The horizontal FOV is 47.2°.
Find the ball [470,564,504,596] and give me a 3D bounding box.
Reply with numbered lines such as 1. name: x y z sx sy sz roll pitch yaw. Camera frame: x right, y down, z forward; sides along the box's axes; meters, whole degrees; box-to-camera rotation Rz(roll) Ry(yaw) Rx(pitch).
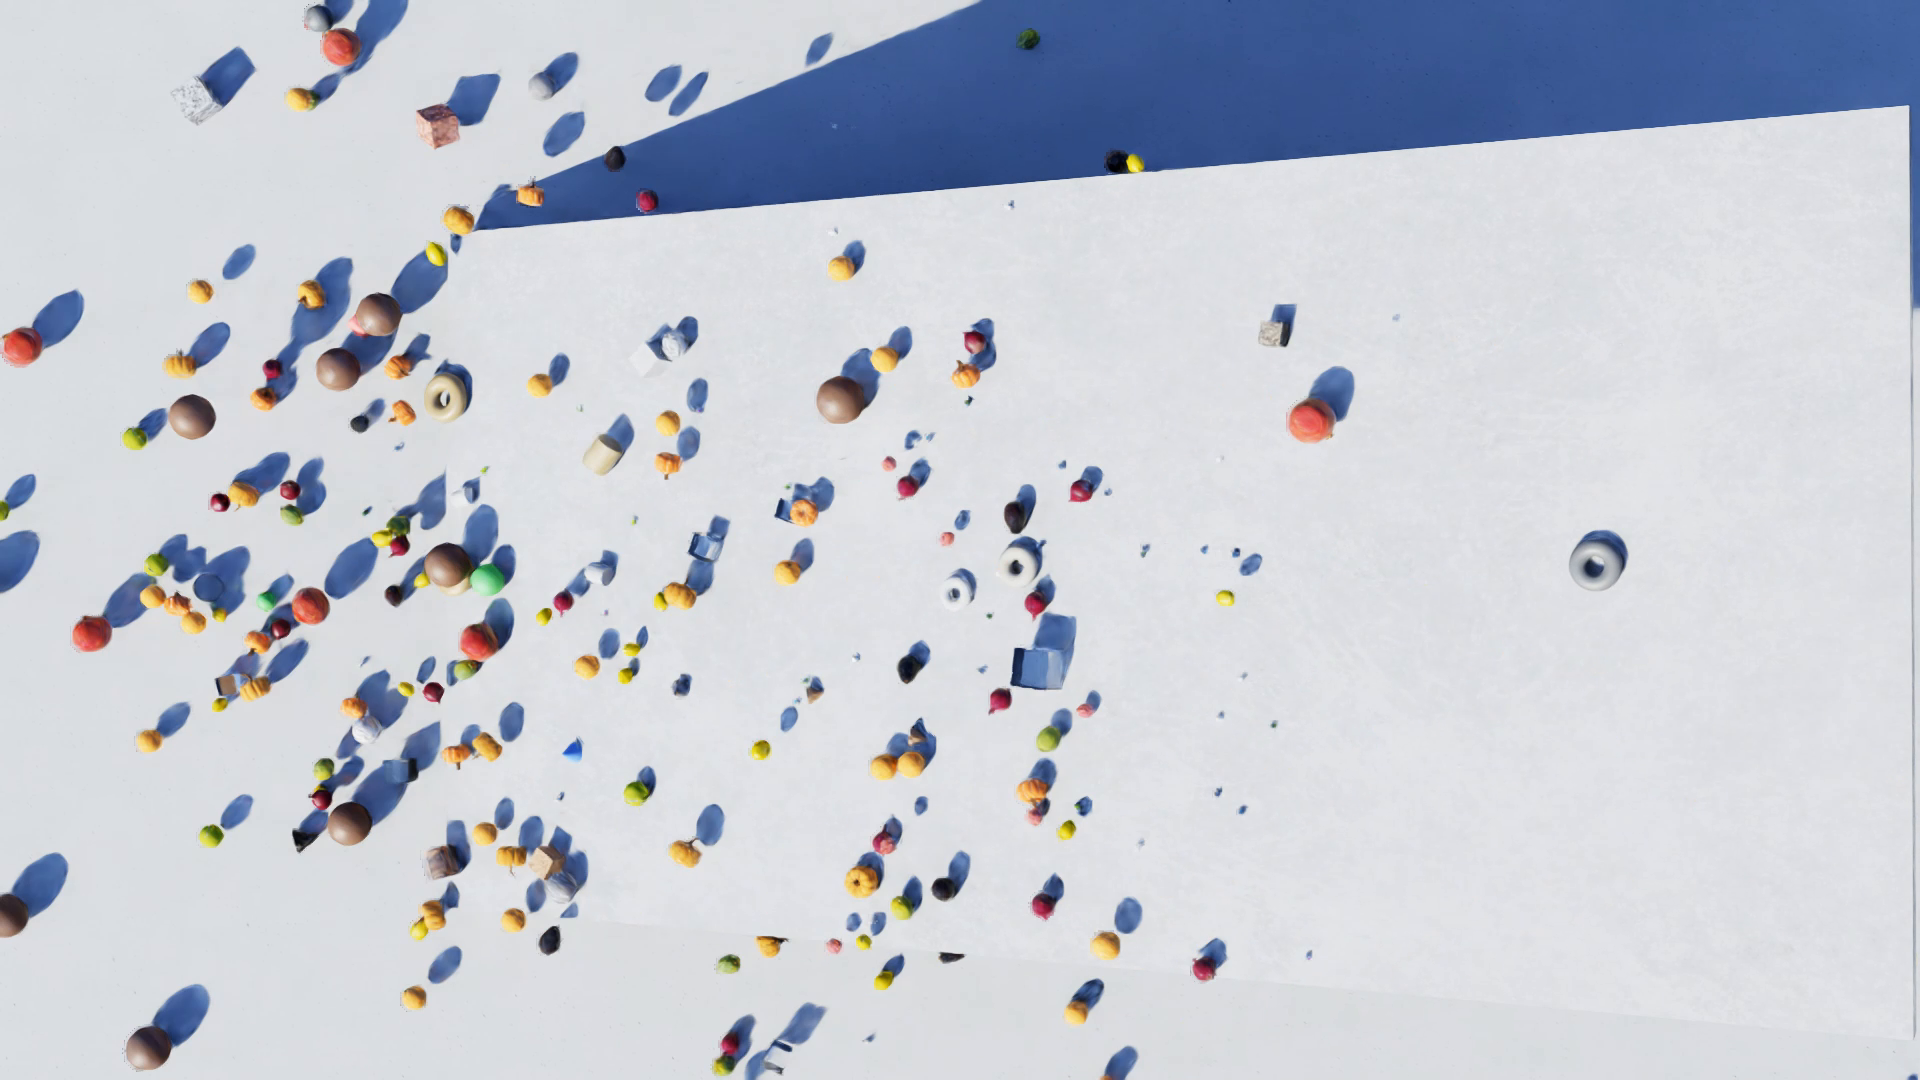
1. ball: -1.374 0.117 6.400 0.096 0.096 0.096 0 89 0

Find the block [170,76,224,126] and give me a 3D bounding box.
1. block: -2.286 -1.316 6.587 0.096 0.096 0.096 -35 89 0

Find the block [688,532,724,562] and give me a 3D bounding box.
1. block: -0.701 0.020 6.074 0.063 0.063 0.063 26 101 25

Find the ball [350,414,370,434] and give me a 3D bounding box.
1. ball: -1.800 -0.348 6.596 0.056 0.056 0.056 0 89 0

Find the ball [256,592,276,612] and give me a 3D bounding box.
1. ball: -2.078 0.184 6.589 0.058 0.058 0.058 0 89 0

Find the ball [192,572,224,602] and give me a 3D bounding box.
1. ball: -2.246 0.143 6.574 0.090 0.090 0.090 0 89 0

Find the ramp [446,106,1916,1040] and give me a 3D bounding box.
1. ramp: 0.278 0.079 5.662 4.000 0.100 2.000 0 89 27

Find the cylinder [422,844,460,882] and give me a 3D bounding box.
1. cylinder: -1.526 0.951 6.470 0.090 0.090 0.090 -16 83 0

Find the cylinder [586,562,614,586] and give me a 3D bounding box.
1. cylinder: -1.023 0.095 6.241 0.057 0.057 0.057 15 89 28

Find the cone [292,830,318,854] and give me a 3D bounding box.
1. cone: -1.952 0.895 6.584 0.075 0.075 0.075 -14 89 -15

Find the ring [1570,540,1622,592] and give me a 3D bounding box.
1. ring: 1.441 0.058 4.987 0.120 0.040 0.120 -1 88 28

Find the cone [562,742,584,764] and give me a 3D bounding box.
1. cone: -1.119 0.611 6.284 0.060 0.060 0.060 0 89 27

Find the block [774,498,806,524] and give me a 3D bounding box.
1. block: -0.459 -0.079 5.956 0.054 0.054 0.054 20 98 26

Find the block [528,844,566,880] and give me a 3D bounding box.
1. block: -1.185 0.925 6.310 0.067 0.067 0.067 35 105 23

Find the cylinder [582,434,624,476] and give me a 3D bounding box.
1. cylinder: -1.011 -0.241 6.223 0.085 0.085 0.085 38 107 0

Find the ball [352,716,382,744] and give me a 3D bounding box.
1. ball: -1.771 0.567 6.566 0.086 0.086 0.086 0 89 0

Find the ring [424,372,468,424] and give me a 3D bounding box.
1. ring: -1.522 -0.420 6.508 0.149 0.050 0.149 0 89 26

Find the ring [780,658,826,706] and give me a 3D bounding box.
1. ring: -0.422 0.384 5.943 0.135 0.045 0.135 0 90 4

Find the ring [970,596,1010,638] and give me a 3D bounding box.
1. ring: 0.079 0.201 5.692 0.112 0.037 0.112 0 93 -1

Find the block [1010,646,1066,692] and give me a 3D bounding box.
1. block: 0.198 0.326 5.589 0.098 0.098 0.098 7 93 27

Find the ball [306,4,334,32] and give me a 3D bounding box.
1. ball: -1.921 -1.563 6.597 0.082 0.082 0.082 0 89 0

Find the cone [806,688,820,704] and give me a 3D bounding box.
1. cone: -0.386 0.415 5.930 0.051 0.051 0.051 -13 89 0

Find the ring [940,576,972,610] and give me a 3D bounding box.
1. ring: -0.009 0.138 5.735 0.093 0.031 0.093 0 90 26

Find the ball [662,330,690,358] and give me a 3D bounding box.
1. ball: -0.792 -0.545 6.119 0.076 0.076 0.076 0 89 0

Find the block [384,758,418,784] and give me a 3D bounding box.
1. block: -1.670 0.688 6.566 0.069 0.069 0.069 -3 91 32

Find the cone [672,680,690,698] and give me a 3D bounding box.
1. cone: -0.786 0.422 6.109 0.054 0.054 0.054 4 107 12

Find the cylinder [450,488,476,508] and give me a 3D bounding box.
1. cylinder: -1.461 -0.124 6.472 0.052 0.052 0.052 -16 89 26

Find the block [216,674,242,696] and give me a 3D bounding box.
1. block: -2.190 0.434 6.588 0.056 0.056 0.056 -12 89 0

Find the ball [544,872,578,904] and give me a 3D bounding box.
1. ball: -1.137 0.991 6.271 0.091 0.091 0.091 0 89 0

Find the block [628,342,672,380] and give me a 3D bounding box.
1. block: -0.867 -0.503 6.160 0.071 0.071 0.071 -46 71 19

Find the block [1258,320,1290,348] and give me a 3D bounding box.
1. block: 0.761 -0.499 5.333 0.055 0.055 0.055 9 94 27

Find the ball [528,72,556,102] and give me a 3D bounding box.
1. ball: -1.252 -1.358 6.593 0.084 0.084 0.084 0 89 0

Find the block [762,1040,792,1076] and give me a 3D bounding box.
1. block: -0.542 1.536 6.534 0.064 0.064 0.064 23 134 3

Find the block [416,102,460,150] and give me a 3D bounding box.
1. block: -1.557 -1.235 6.557 0.088 0.088 0.088 -28 50 -30
